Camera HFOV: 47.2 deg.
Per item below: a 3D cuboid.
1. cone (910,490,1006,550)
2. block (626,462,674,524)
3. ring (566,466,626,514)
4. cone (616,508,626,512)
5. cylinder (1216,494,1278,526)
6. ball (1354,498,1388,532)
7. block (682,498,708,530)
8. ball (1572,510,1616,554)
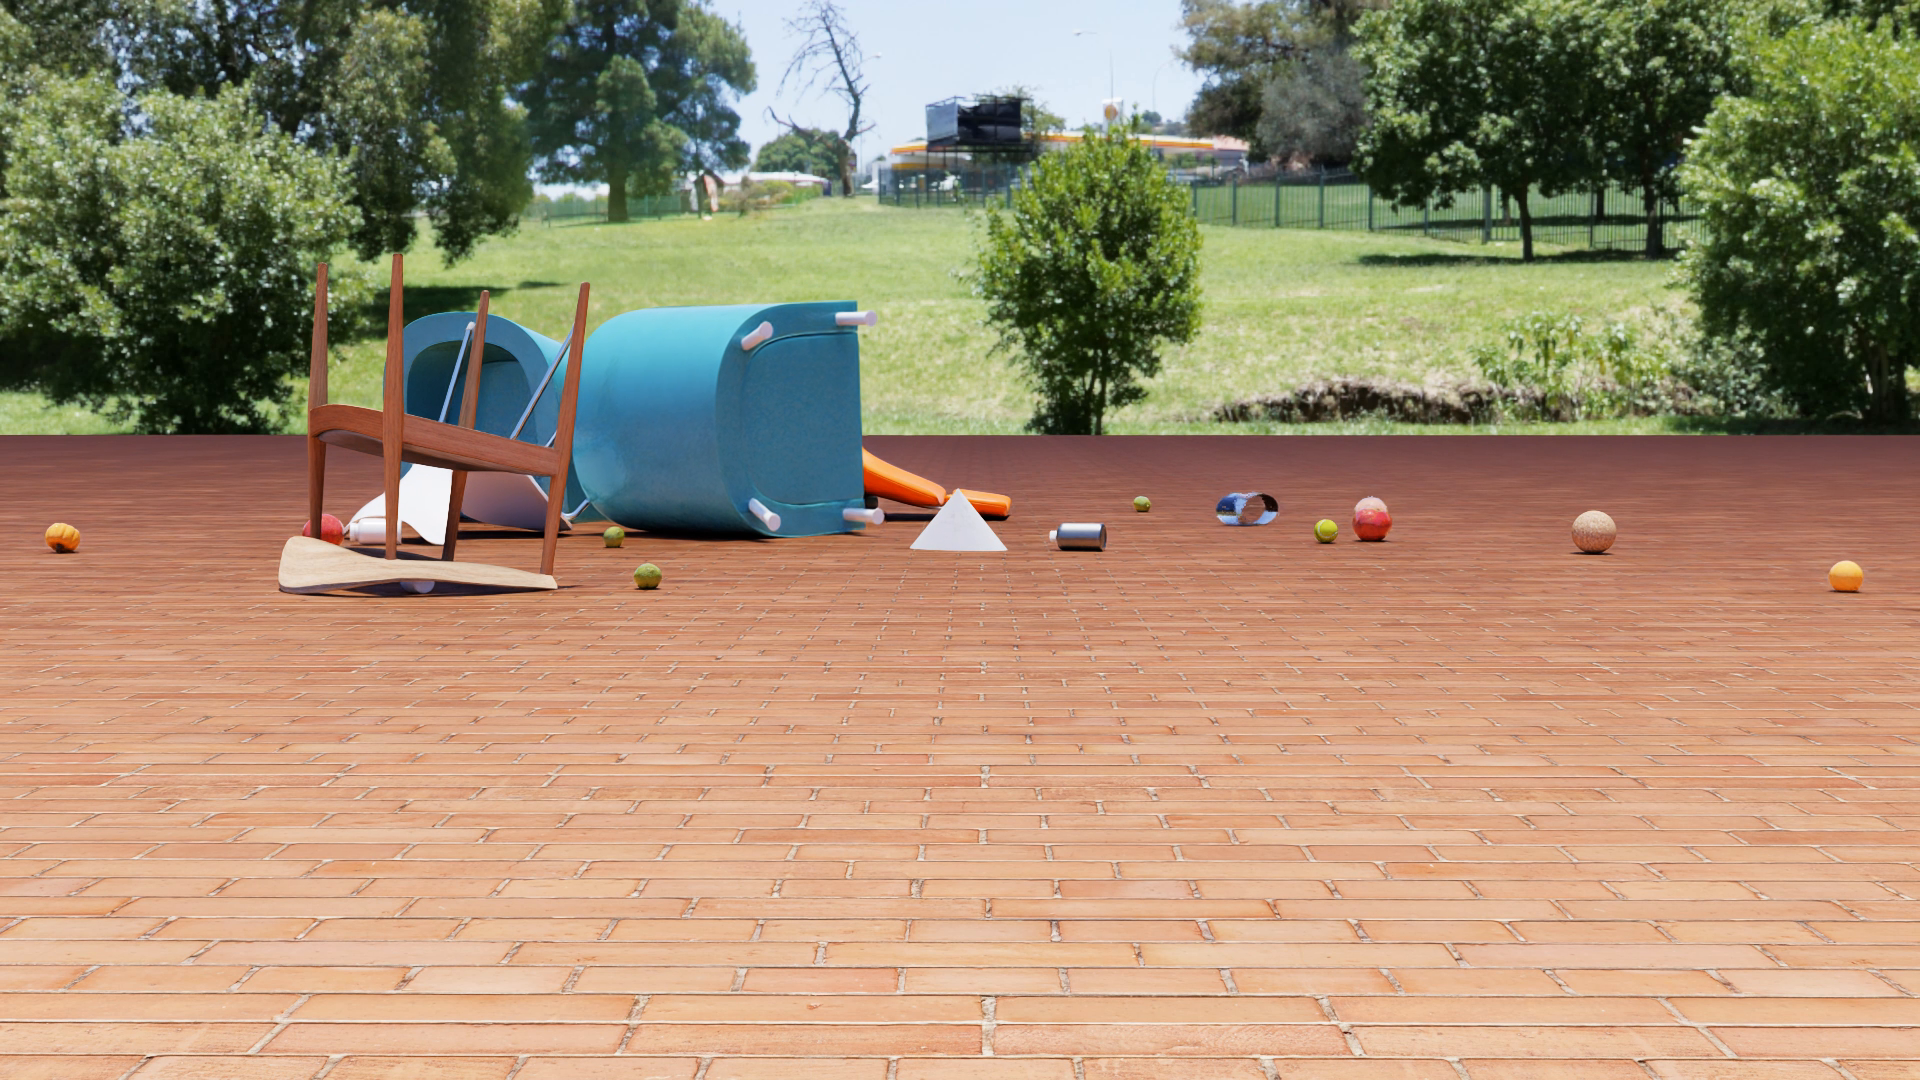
[{"bbox_3d":[-0.005,-0.060,6.177,0.291,0.170,0.128,1,4,20],"label":"cone"},{"bbox_3d":[-1.047,-0.160,7.429,0.125,0.198,0.295,0,4,-2],"label":"block"},{"bbox_3d":[-1.280,-0.179,7.944,0.297,0.090,0.225,-11,36,8],"label":"ring"},{"bbox_3d":[-1.239,-0.133,8.133,0.193,0.095,0.228,-9,-9,5],"label":"cone"},{"bbox_3d":[0.950,-0.102,7.274,0.187,0.103,0.108,-7,8,-43],"label":"cylinder"},{"bbox_3d":[1.295,-0.080,6.922,0.109,0.109,0.109,0,4,0],"label":"ball"},{"bbox_3d":[-0.854,-0.084,7.088,0.072,0.093,0.106,-1,4,-13],"label":"block"},{"bbox_3d":[1.728,-0.021,5.995,0.118,0.118,0.118,0,4,0],"label":"ball"}]
